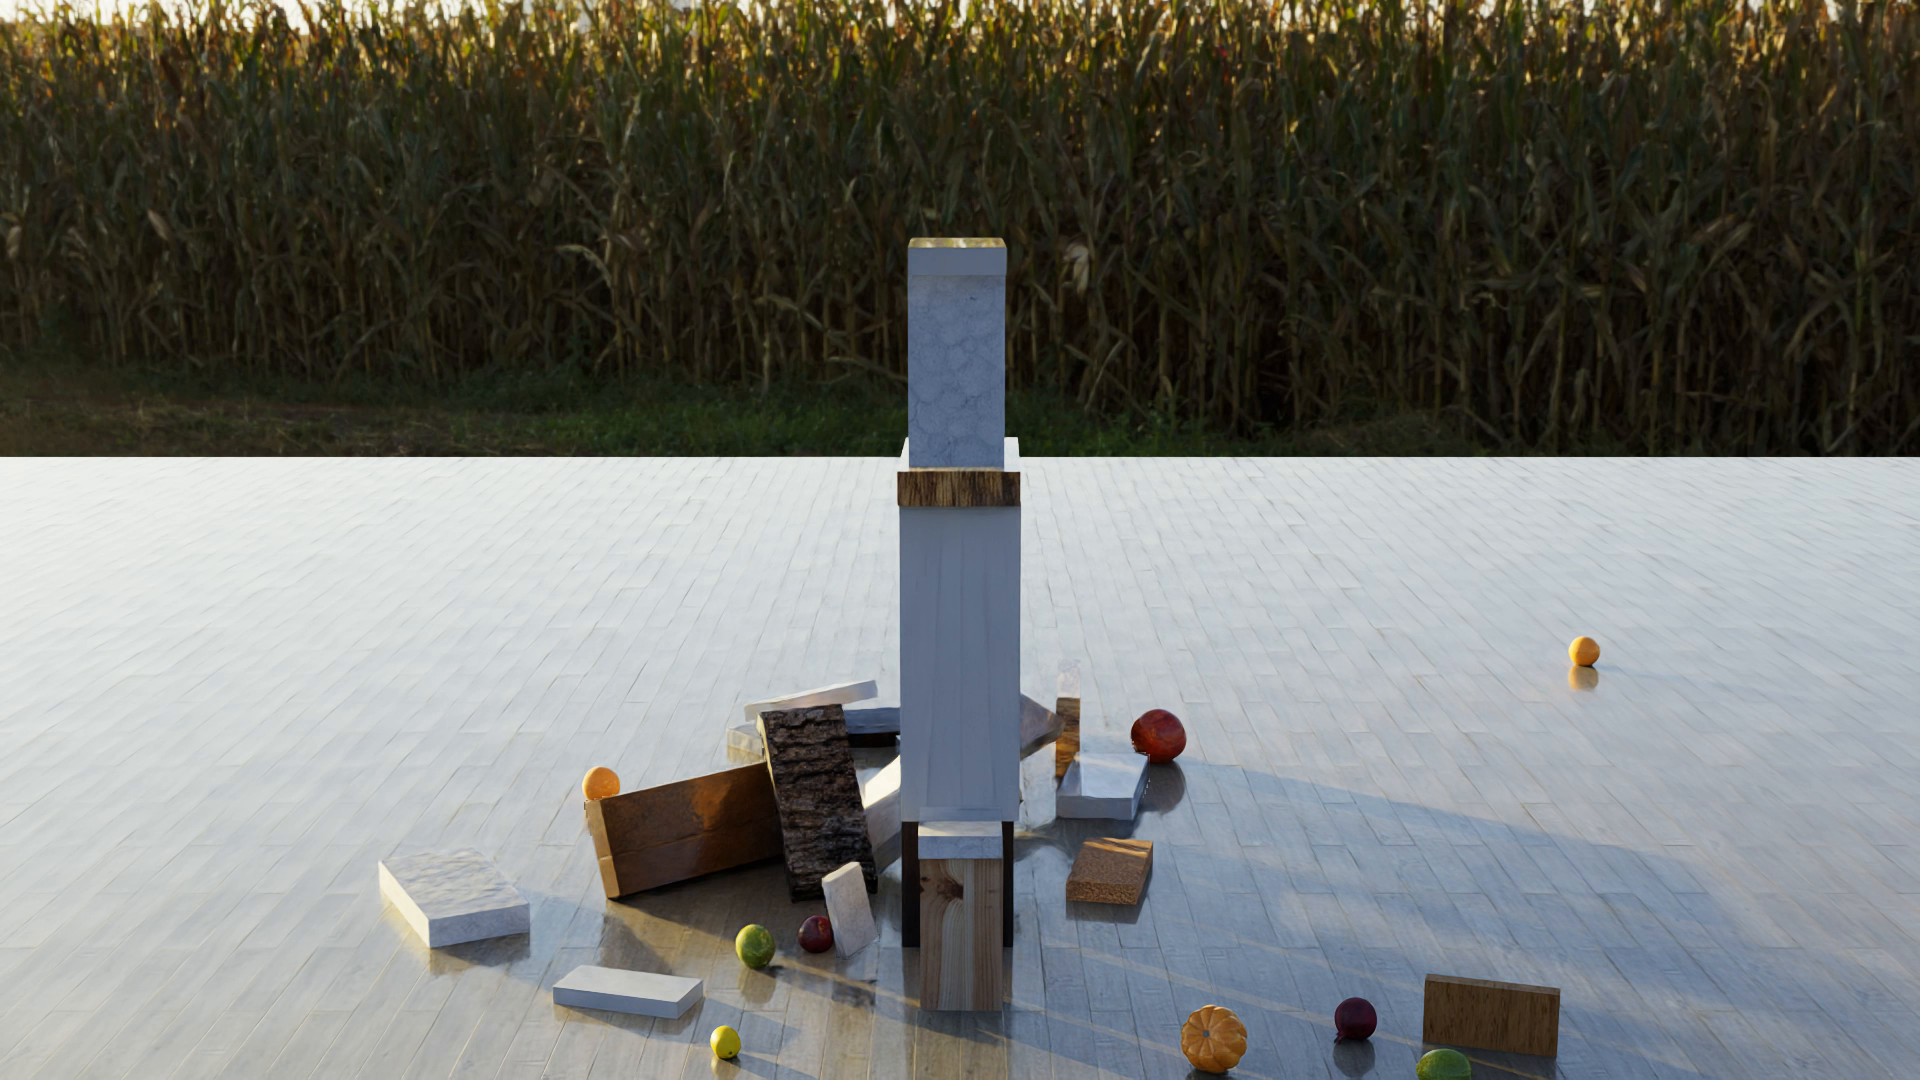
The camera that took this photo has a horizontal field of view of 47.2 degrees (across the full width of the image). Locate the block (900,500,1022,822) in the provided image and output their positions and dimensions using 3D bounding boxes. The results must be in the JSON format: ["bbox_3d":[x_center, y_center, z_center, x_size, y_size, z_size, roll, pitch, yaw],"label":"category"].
[{"bbox_3d":[0.000,0.172,3.155,0.171,0.467,0.049,0,11,0],"label":"block"}]

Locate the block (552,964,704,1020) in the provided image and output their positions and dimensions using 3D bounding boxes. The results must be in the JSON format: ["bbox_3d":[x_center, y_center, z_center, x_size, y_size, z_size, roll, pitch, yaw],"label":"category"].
[{"bbox_3d":[-0.486,0.661,3.219,0.197,0.026,0.090,3,11,17],"label":"block"}]

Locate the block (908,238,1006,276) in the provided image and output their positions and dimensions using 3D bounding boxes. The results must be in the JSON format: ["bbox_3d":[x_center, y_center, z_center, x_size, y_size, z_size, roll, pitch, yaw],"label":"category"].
[{"bbox_3d":[-0.004,-0.404,3.130,0.135,0.038,0.269,0,10,0],"label":"block"}]

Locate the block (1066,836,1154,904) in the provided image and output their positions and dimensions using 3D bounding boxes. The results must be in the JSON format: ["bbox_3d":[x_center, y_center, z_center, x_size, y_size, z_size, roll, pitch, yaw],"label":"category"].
[{"bbox_3d":[0.256,0.560,3.738,0.117,0.033,0.234,2,11,11],"label":"block"}]

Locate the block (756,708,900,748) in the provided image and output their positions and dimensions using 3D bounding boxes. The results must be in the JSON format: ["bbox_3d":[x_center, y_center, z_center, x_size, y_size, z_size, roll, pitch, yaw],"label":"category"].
[{"bbox_3d":[-0.248,0.390,4.537,0.321,0.033,0.117,-1,21,-25],"label":"block"}]

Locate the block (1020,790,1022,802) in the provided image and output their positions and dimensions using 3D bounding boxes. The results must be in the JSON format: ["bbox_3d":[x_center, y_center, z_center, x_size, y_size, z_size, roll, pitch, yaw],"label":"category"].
[{"bbox_3d":[0.037,0.482,3.854,0.091,0.026,0.183,1,-30,-19],"label":"block"}]

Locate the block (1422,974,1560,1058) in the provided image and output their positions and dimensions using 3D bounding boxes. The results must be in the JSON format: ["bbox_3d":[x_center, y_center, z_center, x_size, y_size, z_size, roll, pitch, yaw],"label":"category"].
[{"bbox_3d":[0.736,0.659,3.050,0.181,0.090,0.026,3,11,17],"label":"block"}]

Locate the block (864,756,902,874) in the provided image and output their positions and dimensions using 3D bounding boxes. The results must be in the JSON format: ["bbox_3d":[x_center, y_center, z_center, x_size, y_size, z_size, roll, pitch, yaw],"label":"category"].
[{"bbox_3d":[-0.110,0.467,3.845,0.133,0.038,0.266,-41,18,17],"label":"block"}]

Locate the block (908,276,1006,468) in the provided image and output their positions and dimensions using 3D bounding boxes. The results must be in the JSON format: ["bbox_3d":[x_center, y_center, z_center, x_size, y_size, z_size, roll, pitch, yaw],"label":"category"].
[{"bbox_3d":[-0.005,-0.238,3.075,0.135,0.269,0.038,0,12,0],"label":"block"}]

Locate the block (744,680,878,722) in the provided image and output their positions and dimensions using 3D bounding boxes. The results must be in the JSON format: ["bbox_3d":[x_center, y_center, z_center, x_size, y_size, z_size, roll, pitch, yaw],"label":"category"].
[{"bbox_3d":[-0.317,0.343,4.691,0.133,0.038,0.266,-10,0,43],"label":"block"}]

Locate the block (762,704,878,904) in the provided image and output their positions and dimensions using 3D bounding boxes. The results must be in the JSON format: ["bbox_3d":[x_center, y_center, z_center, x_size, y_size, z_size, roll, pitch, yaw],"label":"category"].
[{"bbox_3d":[-0.243,0.444,3.754,0.142,0.040,0.382,-5,46,-11],"label":"block"}]

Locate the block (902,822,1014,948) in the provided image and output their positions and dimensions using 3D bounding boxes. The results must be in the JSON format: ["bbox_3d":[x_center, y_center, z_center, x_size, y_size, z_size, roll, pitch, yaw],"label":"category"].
[{"bbox_3d":[-0.004,0.460,3.421,0.173,0.347,0.049,0,11,0],"label":"block"}]

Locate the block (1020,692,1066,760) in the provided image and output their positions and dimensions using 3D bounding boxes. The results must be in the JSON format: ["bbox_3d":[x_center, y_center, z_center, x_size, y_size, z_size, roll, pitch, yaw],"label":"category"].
[{"bbox_3d":[0.076,0.364,4.209,0.142,0.040,0.283,31,25,21],"label":"block"}]

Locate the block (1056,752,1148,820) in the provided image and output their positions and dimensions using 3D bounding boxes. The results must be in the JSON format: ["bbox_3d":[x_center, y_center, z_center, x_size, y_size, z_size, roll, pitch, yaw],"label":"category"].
[{"bbox_3d":[0.271,0.464,4.165,0.142,0.040,0.283,1,11,11],"label":"block"}]

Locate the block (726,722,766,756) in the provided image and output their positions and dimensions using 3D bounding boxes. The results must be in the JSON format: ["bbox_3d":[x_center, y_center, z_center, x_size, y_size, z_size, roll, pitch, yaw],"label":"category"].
[{"bbox_3d":[-0.359,0.400,4.599,0.234,0.033,0.117,-10,14,-42],"label":"block"}]

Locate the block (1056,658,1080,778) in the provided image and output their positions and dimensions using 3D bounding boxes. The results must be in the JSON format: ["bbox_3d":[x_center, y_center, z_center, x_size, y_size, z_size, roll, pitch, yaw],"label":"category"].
[{"bbox_3d":[0.221,0.358,4.473,0.046,0.162,0.323,1,11,3],"label":"block"}]

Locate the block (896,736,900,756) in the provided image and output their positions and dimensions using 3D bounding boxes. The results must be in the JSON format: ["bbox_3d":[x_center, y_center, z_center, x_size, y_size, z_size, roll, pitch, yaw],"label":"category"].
[{"bbox_3d":[-0.033,0.438,4.384,0.133,0.038,0.266,-3,11,-15],"label":"block"}]

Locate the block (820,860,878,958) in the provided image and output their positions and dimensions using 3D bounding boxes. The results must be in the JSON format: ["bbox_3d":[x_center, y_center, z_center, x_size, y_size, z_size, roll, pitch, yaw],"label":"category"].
[{"bbox_3d":[-0.168,0.560,3.333,0.065,0.130,0.018,-26,23,-38],"label":"block"}]

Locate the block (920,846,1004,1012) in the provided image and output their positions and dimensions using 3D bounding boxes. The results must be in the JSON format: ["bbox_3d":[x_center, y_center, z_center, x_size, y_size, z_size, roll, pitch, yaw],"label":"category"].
[{"bbox_3d":[0.003,0.561,3.175,0.119,0.238,0.034,0,11,2],"label":"block"}]

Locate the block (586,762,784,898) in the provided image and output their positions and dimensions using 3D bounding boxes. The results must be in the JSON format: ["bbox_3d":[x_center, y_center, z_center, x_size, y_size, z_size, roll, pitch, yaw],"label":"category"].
[{"bbox_3d":[-0.409,0.483,3.788,0.478,0.162,0.046,-9,-7,-40],"label":"block"}]

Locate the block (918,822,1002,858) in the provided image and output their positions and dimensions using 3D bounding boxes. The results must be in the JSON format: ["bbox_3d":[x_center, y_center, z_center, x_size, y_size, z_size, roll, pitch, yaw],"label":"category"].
[{"bbox_3d":[0.000,0.413,3.228,0.119,0.034,0.238,0,11,0],"label":"block"}]

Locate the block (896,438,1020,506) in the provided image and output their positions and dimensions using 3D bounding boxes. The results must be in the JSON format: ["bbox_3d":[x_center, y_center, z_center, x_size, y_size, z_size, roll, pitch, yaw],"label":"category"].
[{"bbox_3d":[0.001,-0.102,3.219,0.171,0.049,0.343,0,11,1],"label":"block"}]

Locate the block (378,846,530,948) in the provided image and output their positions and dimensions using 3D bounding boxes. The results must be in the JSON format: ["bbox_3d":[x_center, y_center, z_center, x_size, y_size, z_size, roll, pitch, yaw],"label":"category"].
[{"bbox_3d":[-0.830,0.580,3.597,0.162,0.046,0.323,-6,12,-27],"label":"block"}]
